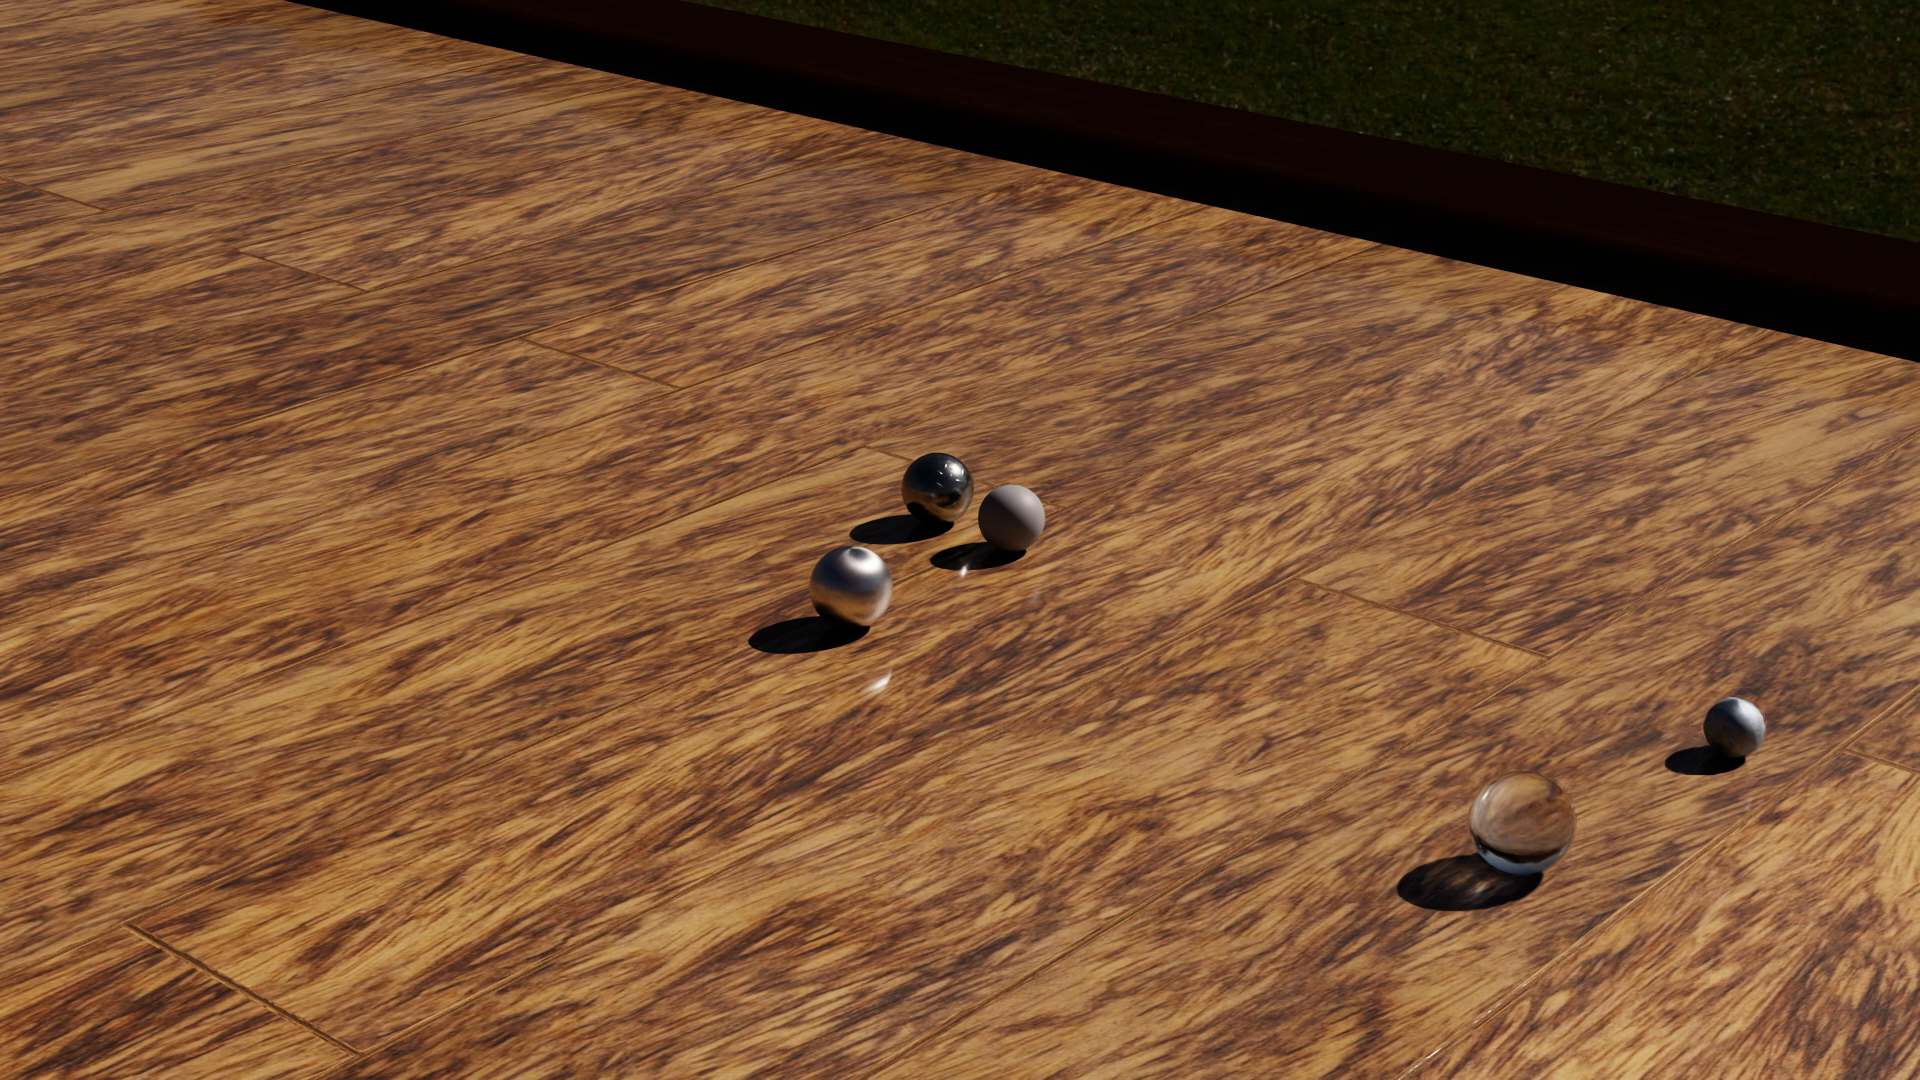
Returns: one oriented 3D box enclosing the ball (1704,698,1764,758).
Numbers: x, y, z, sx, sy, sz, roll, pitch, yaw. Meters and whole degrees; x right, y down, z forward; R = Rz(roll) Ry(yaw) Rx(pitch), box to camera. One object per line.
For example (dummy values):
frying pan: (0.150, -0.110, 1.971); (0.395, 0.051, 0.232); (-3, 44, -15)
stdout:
ball: (0.578, 0.140, 2.196); (0.044, 0.044, 0.044); (0, 22, 0)

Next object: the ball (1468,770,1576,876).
ball: (0.387, 0.195, 2.025); (0.073, 0.073, 0.073); (0, 22, 0)

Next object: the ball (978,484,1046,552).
ball: (0.045, -0.019, 2.566); (0.059, 0.059, 0.059); (0, 22, 0)

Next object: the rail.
rail: (-0.070, -0.616, 3.979); (4.369, 0.094, 0.045); (18, 28, 37)

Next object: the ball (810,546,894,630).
ball: (-0.089, 0.039, 2.411); (0.069, 0.069, 0.069); (0, 22, 0)

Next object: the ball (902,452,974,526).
ball: (-0.020, -0.046, 2.624); (0.065, 0.065, 0.065); (0, 22, 0)
